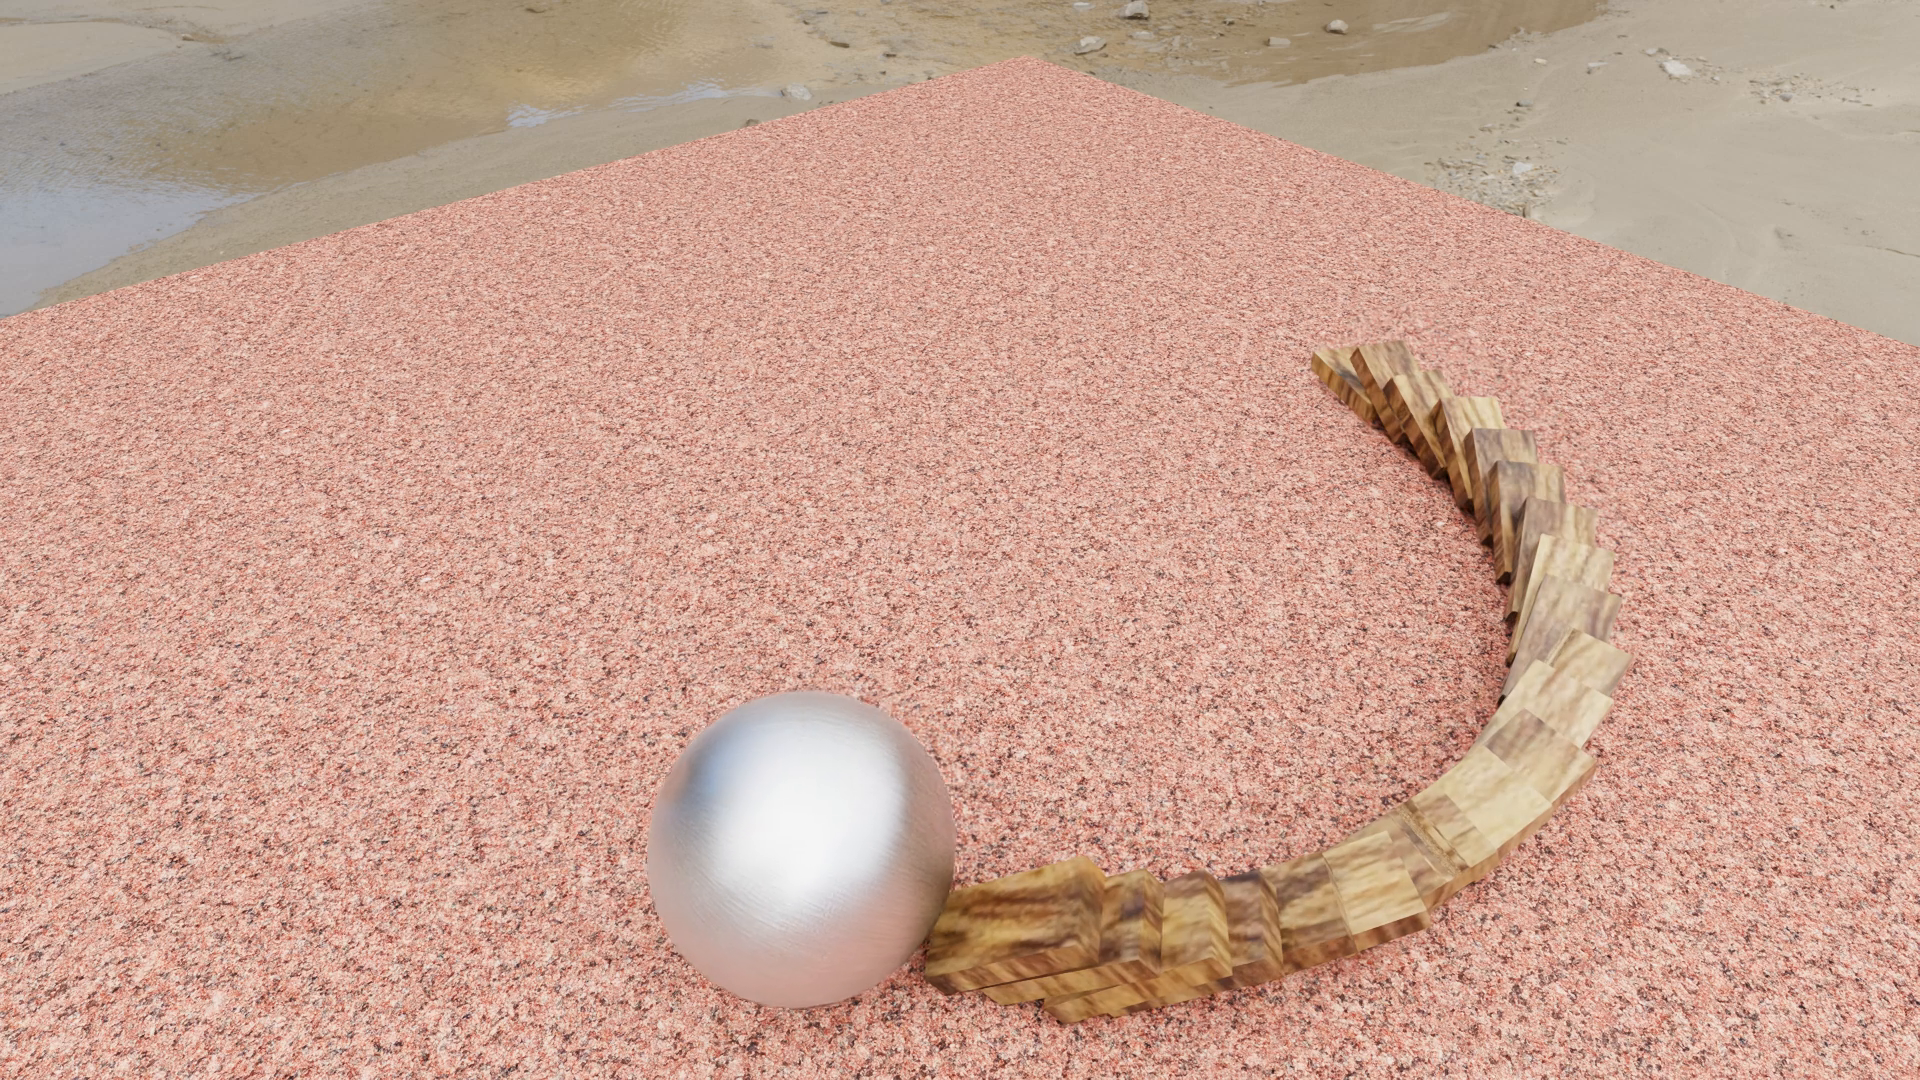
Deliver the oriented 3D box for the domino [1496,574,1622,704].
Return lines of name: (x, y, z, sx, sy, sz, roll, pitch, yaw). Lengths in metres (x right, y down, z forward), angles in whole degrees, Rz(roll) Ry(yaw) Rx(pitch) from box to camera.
domino: (0.208, 0.038, 0.381, 0.025, 0.010, 0.050, 21, 68, 24)

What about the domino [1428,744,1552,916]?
domino: (0.144, 0.086, 0.323, 0.050, 0.009, 0.025, -36, 47, -4)

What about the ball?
ball: (-0.041, 0.080, 0.290, 0.080, 0.080, 0.080, 0, 39, 0)

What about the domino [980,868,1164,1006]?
domino: (0.029, 0.105, 0.291, 0.050, 0.010, 0.025, -26, 32, 32)

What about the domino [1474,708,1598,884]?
domino: (0.164, 0.077, 0.334, 0.050, 0.009, 0.025, -39, 49, -6)

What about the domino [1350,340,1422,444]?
domino: (0.205, -0.070, 0.513, 0.025, 0.010, 0.050, -10, 62, -12)

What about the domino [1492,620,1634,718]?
domino: (0.196, 0.053, 0.363, 0.025, 0.010, 0.050, 31, 73, 32)

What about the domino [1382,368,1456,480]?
domino: (0.213, -0.053, 0.493, 0.025, 0.009, 0.050, -10, 62, -12)

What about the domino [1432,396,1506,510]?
domino: (0.223, -0.038, 0.474, 0.025, 0.010, 0.050, -1, 64, -2)

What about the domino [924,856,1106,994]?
domino: (0.014, 0.103, 0.293, 0.050, 0.010, 0.025, -26, 32, 32)

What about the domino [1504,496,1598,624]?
domino: (0.224, 0.010, 0.416, 0.025, 0.010, 0.050, 13, 65, 16)

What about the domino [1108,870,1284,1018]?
domino: (0.059, 0.107, 0.290, 0.050, 0.010, 0.025, -28, 31, 29)

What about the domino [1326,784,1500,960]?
domino: (0.123, 0.094, 0.313, 0.050, 0.009, 0.025, -32, 44, 0)

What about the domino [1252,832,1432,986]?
domino: (0.100, 0.102, 0.304, 0.050, 0.009, 0.025, -23, 39, 10)

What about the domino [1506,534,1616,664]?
domino: (0.217, 0.024, 0.398, 0.025, 0.009, 0.050, 18, 67, 20)

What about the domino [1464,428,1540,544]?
domino: (0.226, -0.022, 0.455, 0.025, 0.010, 0.050, 3, 64, 3)

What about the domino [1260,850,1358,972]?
domino: (0.078, 0.105, 0.297, 0.050, 0.010, 0.025, -24, 36, 17)

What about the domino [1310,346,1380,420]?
domino: (0.196, -0.077, 0.538, 0.025, 0.010, 0.050, -10, 40, -12)

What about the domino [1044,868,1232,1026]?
domino: (0.045, 0.107, 0.288, 0.050, 0.010, 0.025, -30, 30, 27)

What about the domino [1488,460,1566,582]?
domino: (0.226, -0.007, 0.436, 0.025, 0.009, 0.050, 6, 64, 7)

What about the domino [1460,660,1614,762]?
domino: (0.181, 0.065, 0.349, 0.025, 0.009, 0.050, 34, 74, 34)
